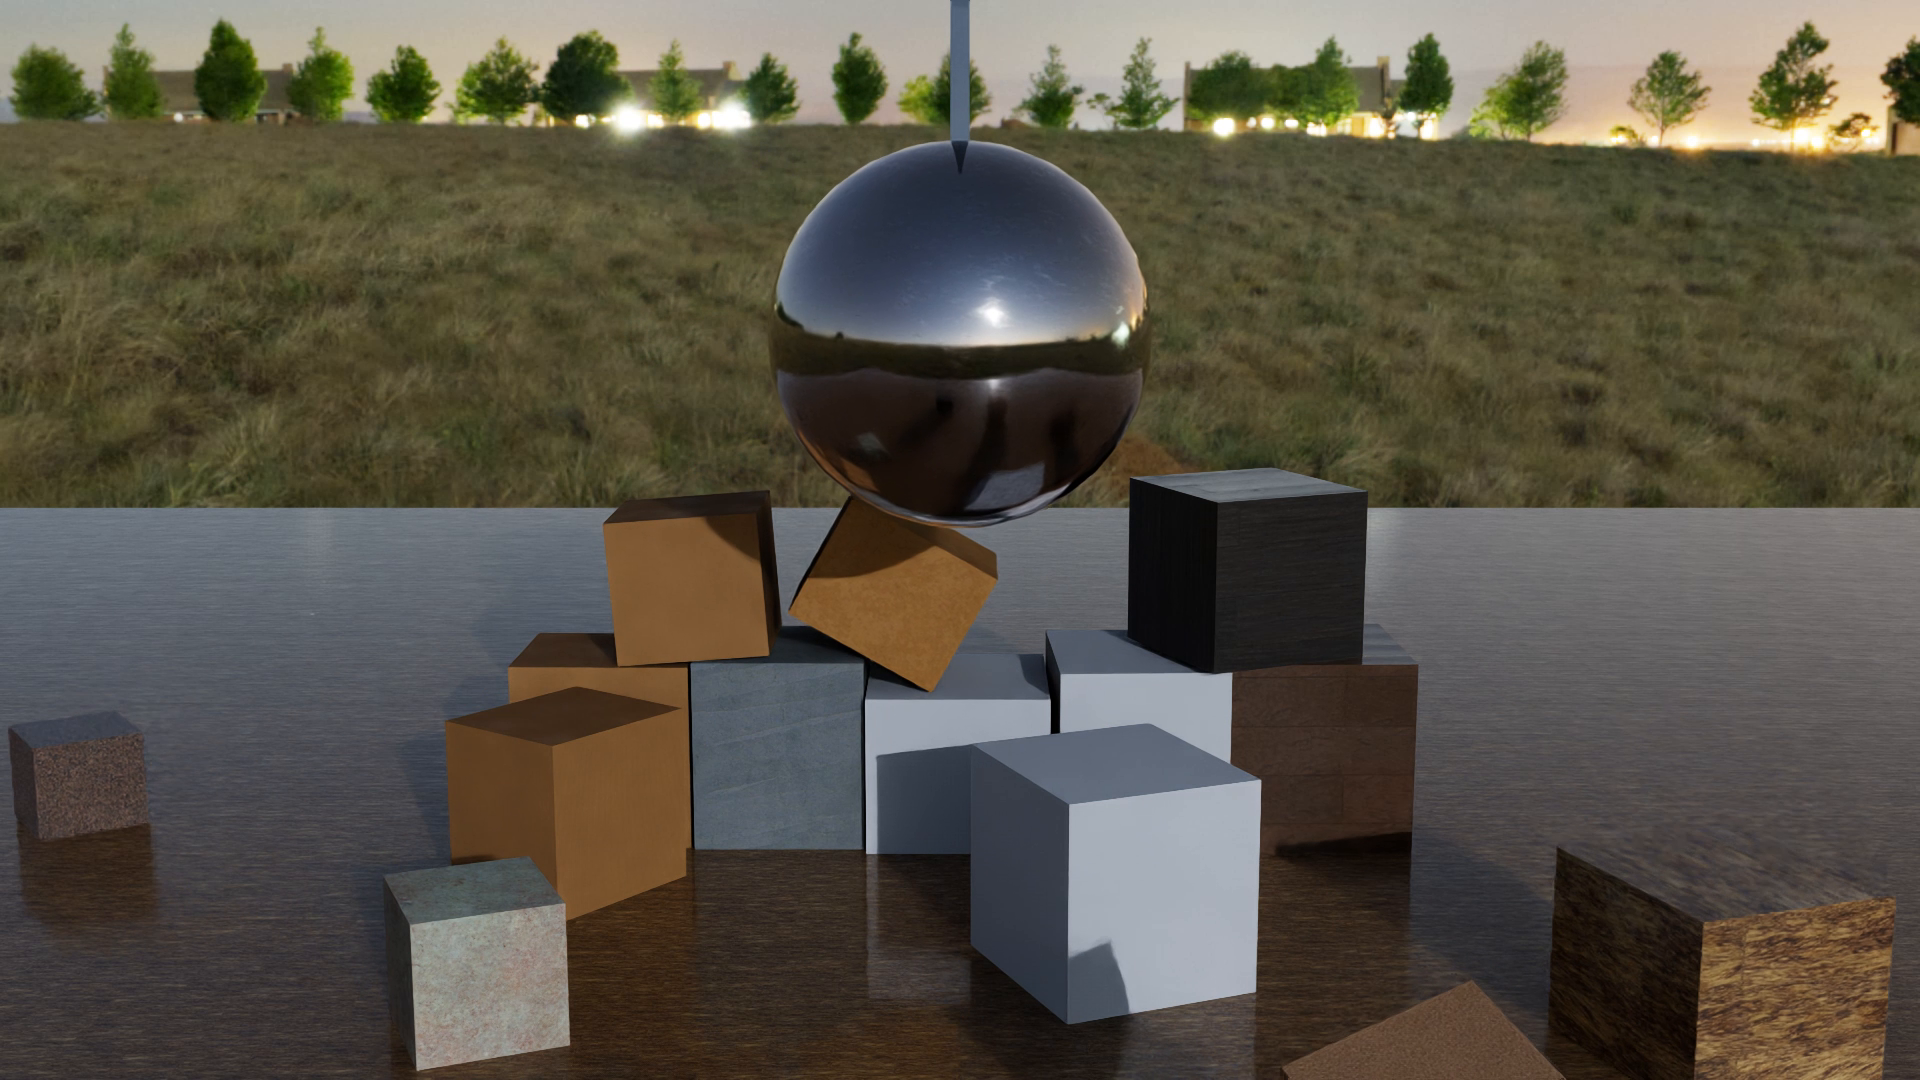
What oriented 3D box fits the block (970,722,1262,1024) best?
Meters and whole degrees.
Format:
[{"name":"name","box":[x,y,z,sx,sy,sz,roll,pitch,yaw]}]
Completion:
[{"name":"block","box":[0.642,1.386,9.371,0.875,0.920,0.974,-4,11,-23]}]

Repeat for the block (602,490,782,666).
[{"name":"block","box":[-1.345,0.184,11.188,0.756,0.720,0.707,-4,10,1]}]

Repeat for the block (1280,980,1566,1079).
[{"name":"block","box":[1.369,1.862,6.251,0.662,0.756,0.701,-19,40,-20]}]

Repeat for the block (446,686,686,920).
[{"name":"block","box":[-1.862,1.234,10.445,0.723,0.835,0.833,8,13,36]}]

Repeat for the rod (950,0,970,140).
[{"name":"rod","box":[0.000,-4.217,9.593,0.080,5.200,0.080,0,-8,0]}]

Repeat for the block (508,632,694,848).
[{"name":"block","box":[-1.790,1.020,11.358,0.891,0.930,0.775,0,10,1]}]

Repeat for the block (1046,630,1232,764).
[{"name":"block","box":[0.895,1.025,11.319,0.843,0.934,0.981,0,10,-2]}]

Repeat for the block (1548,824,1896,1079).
[{"name":"block","box":[2.917,1.633,8.496,0.857,0.746,0.902,-4,11,-19]}]

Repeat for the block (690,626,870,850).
[{"name":"block","box":[-0.904,1.005,11.362,0.853,0.958,0.848,0,10,0]}]

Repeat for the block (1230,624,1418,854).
[{"name":"block","box":[1.783,1.004,11.352,0.923,0.963,0.936,0,10,-1]}]

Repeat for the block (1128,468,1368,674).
[{"name":"block","box":[1.438,0.132,11.111,0.854,0.839,0.876,-5,11,-24]}]

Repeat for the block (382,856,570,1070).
[{"name":"block","box":[-1.931,1.668,8.755,0.595,0.585,0.626,-4,11,-23]}]

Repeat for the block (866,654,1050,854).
[{"name":"block","box":[-0.011,1.087,11.372,0.913,0.791,0.979,0,10,0]}]

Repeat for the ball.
[{"name":"ball","box":[0.000,-0.849,9.132,1.600,1.600,1.600,0,10,0]}]

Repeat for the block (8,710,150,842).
[{"name":"block","box":[-4.597,1.223,11.471,0.541,0.489,0.543,-7,12,-34]}]

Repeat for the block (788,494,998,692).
[{"name":"block","box":[-0.332,0.217,11.208,0.820,0.661,0.703,29,9,-5]}]
